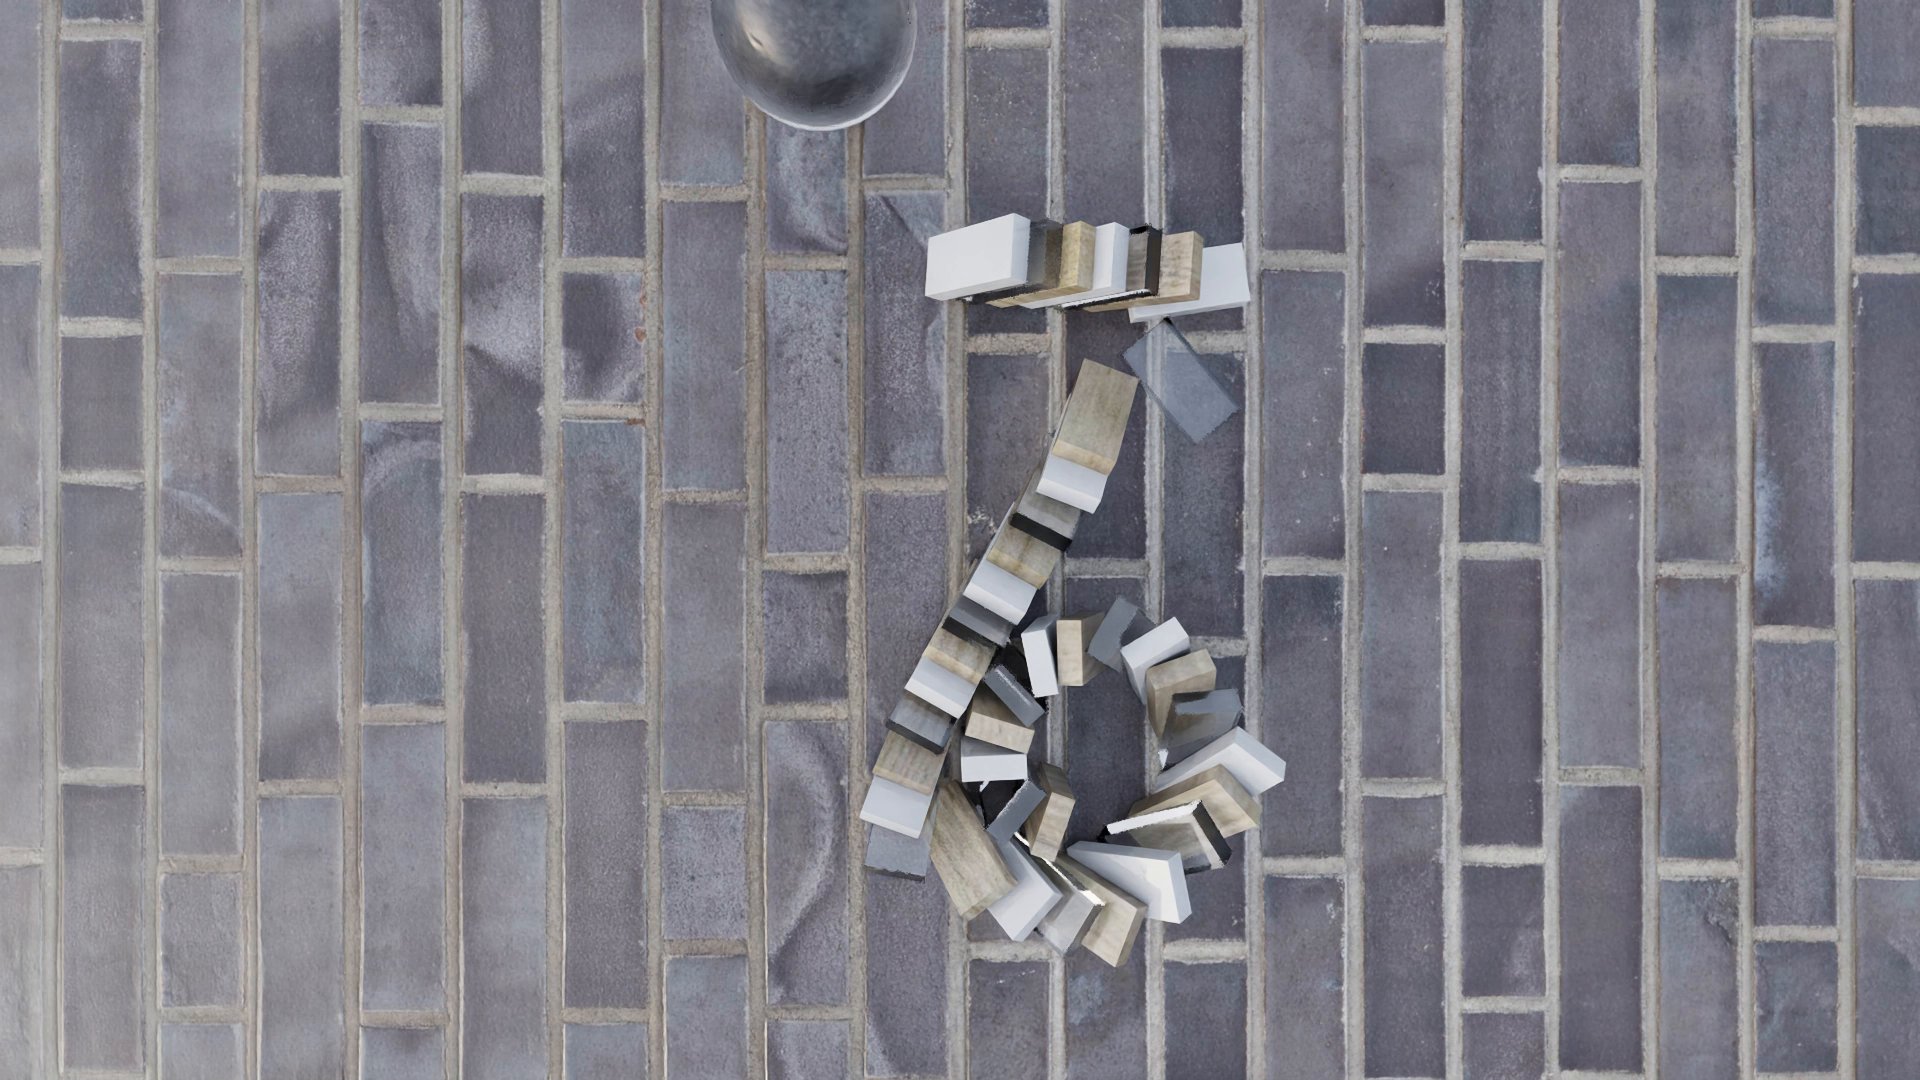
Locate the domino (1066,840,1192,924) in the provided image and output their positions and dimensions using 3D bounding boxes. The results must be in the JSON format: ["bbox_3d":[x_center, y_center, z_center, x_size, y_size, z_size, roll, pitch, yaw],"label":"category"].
[{"bbox_3d":[0.069,0.141,0.379,0.050,0.009,0.025,-11,90,44],"label":"domino"}]

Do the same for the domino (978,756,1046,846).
[{"bbox_3d":[0.020,0.103,0.375,0.009,0.050,0.025,39,90,-3],"label":"domino"}]

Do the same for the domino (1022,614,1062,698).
[{"bbox_3d":[0.036,0.046,0.375,0.009,0.050,0.025,-12,90,12],"label":"domino"}]

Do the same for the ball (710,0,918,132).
[{"bbox_3d":[-0.057,-0.204,0.360,0.080,0.080,0.080,0,90,0],"label":"ball"}]

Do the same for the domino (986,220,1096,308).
[{"bbox_3d":[0.033,-0.113,0.379,0.010,0.050,0.025,4,90,-44],"label":"domino"}]

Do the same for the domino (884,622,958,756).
[{"bbox_3d":[-0.009,0.061,0.382,0.025,0.010,0.050,28,55,0],"label":"domino"}]

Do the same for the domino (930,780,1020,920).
[{"bbox_3d":[0.001,0.128,0.380,0.025,0.010,0.050,-37,48,0],"label":"domino"}]

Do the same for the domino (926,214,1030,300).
[{"bbox_3d":[0.006,-0.116,0.379,0.010,0.050,0.025,4,90,-44],"label":"domino"}]

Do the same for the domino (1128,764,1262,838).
[{"bbox_3d":[0.096,0.114,0.380,0.025,0.009,0.050,48,130,-1],"label":"domino"}]

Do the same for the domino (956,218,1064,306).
[{"bbox_3d":[0.020,-0.114,0.379,0.010,0.050,0.025,4,90,-44],"label":"domino"}]

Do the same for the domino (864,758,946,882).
[{"bbox_3d":[-0.023,0.114,0.381,0.025,0.010,0.050,10,55,1],"label":"domino"}]

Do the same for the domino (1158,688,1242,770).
[{"bbox_3d":[0.098,0.079,0.378,0.025,0.050,0.010,-5,51,0],"label":"domino"}]

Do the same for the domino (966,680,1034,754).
[{"bbox_3d":[0.016,0.071,0.375,0.025,0.050,0.009,17,96,0],"label":"domino"}]

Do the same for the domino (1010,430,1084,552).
[{"bbox_3d":[0.041,-0.021,0.381,0.025,0.010,0.050,27,54,0],"label":"domino"}]

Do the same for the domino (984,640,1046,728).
[{"bbox_3d":[0.023,0.057,0.375,0.010,0.050,0.025,-43,90,8],"label":"domino"}]

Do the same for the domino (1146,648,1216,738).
[{"bbox_3d":[0.091,0.064,0.377,0.025,0.050,0.009,-19,55,0],"label":"domino"}]

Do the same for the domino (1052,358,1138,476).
[{"bbox_3d":[0.057,-0.052,0.382,0.025,0.010,0.050,21,55,0],"label":"domino"}]

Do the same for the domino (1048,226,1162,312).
[{"bbox_3d":[0.059,-0.111,0.379,0.009,0.050,0.025,4,90,-44],"label":"domino"}]

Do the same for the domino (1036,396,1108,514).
[{"bbox_3d":[0.051,-0.037,0.382,0.025,0.009,0.050,21,55,0],"label":"domino"}]

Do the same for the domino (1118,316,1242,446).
[{"bbox_3d":[0.095,-0.068,0.395,0.025,0.010,0.050,-40,90,0],"label":"domino"}]

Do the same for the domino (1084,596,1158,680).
[{"bbox_3d":[0.068,0.041,0.375,0.010,0.050,0.025,31,88,27],"label":"domino"}]

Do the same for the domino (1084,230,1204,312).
[{"bbox_3d":[0.075,-0.111,0.381,0.050,0.010,0.025,4,90,38],"label":"domino"}]

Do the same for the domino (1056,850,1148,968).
[{"bbox_3d":[0.050,0.150,0.380,0.050,0.010,0.025,22,93,39],"label":"domino"}]

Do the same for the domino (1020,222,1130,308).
[{"bbox_3d":[0.046,-0.112,0.379,0.009,0.050,0.025,4,90,-44],"label":"domino"}]

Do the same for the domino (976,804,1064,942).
[{"bbox_3d":[0.016,0.138,0.381,0.025,0.009,0.050,-49,52,0],"label":"domino"}]

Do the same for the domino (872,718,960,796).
[{"bbox_3d":[-0.015,0.078,0.382,0.025,0.010,0.050,23,55,0],"label":"domino"}]

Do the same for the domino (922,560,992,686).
[{"bbox_3d":[0.006,0.033,0.380,0.025,0.009,0.050,30,50,0],"label":"domino"}]

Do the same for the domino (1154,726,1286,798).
[{"bbox_3d":[0.107,0.098,0.379,0.025,0.009,0.050,37,131,-4],"label":"domino"}]

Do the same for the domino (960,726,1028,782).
[{"bbox_3d":[0.013,0.086,0.375,0.025,0.050,0.009,-3,92,0],"label":"domino"}]

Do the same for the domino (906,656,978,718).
[{"bbox_3d":[0.000,0.046,0.380,0.025,0.009,0.050,30,50,0],"label":"domino"}]

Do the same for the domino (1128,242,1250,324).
[{"bbox_3d":[0.097,-0.111,0.395,0.050,0.010,0.025,-9,90,0],"label":"domino"}]

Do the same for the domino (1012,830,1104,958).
[{"bbox_3d":[0.033,0.145,0.381,0.050,0.009,0.025,32,91,38],"label":"domino"}]

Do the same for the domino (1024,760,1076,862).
[{"bbox_3d":[0.036,0.110,0.375,0.009,0.050,0.025,19,90,0],"label":"domino"}]

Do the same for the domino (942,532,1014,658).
[{"bbox_3d":[0.014,0.022,0.379,0.025,0.009,0.050,30,50,0],"label":"domino"}]

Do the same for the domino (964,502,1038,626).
[{"bbox_3d":[0.023,0.009,0.380,0.025,0.009,0.050,30,50,0],"label":"domino"}]

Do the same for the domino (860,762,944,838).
[{"bbox_3d":[-0.021,0.095,0.382,0.025,0.010,0.050,19,55,1],"label":"domino"}]

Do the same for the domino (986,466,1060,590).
[{"bbox_3d":[0.032,-0.006,0.381,0.025,0.010,0.050,29,52,0],"label":"domino"}]

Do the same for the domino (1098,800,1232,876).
[{"bbox_3d":[0.084,0.127,0.380,0.050,0.010,0.025,-32,90,39],"label":"domino"}]

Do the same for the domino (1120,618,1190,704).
[{"bbox_3d":[0.081,0.051,0.376,0.025,0.050,0.009,-31,60,0],"label":"domino"}]

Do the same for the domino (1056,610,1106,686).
[{"bbox_3d":[0.050,0.043,0.375,0.010,0.050,0.025,-1,90,19],"label":"domino"}]
